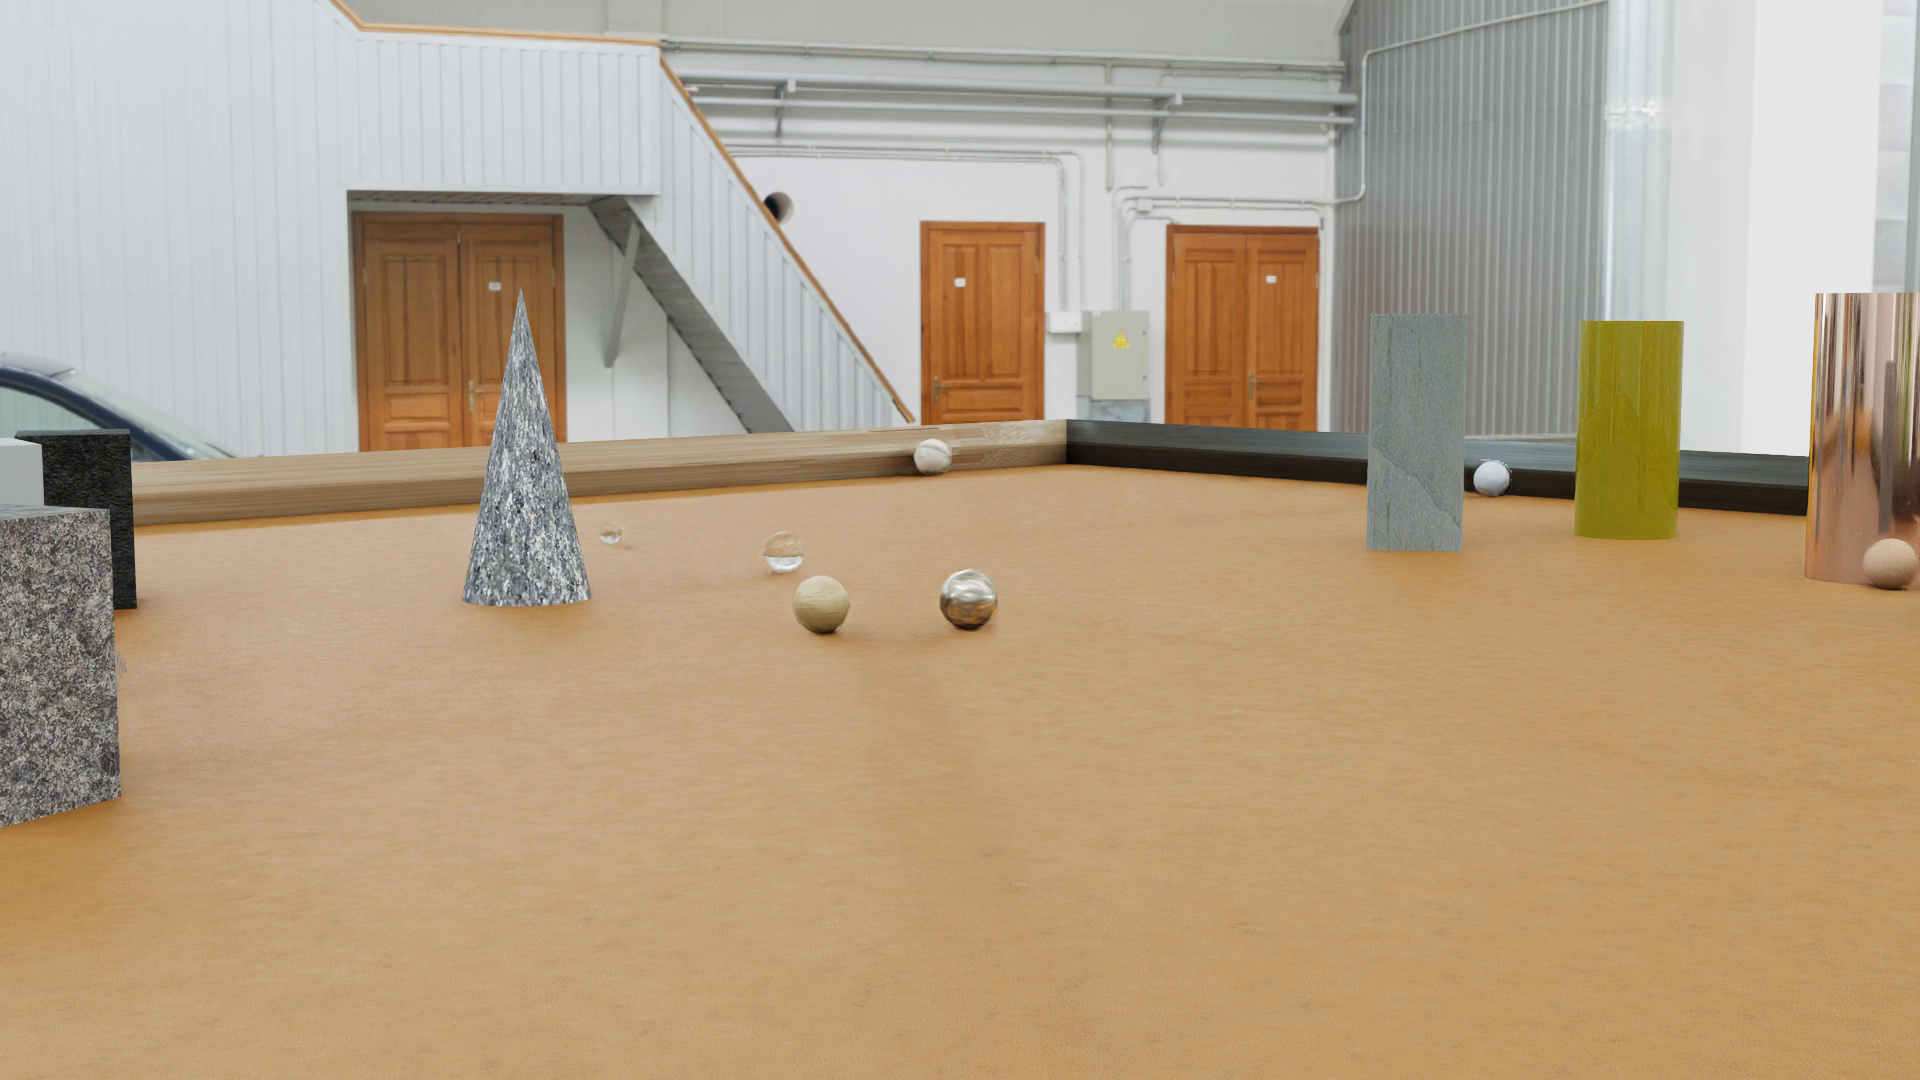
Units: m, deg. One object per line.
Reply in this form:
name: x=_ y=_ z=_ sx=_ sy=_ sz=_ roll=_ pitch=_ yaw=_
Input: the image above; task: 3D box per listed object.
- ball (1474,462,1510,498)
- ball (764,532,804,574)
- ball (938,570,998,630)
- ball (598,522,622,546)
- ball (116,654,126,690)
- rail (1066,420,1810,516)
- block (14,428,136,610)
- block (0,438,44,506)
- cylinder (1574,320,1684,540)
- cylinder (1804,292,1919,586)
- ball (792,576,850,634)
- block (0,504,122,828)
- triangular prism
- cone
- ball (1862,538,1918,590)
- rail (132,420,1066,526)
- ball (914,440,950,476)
ball: x=1.272 y=-0.145 z=5.263 sx=0.085 sy=0.085 sz=0.085 roll=0 pitch=6 yaw=0
ball: x=-0.300 y=0.022 z=3.740 sx=0.069 sy=0.069 sz=0.069 roll=0 pitch=6 yaw=0
ball: x=0.012 y=0.084 z=3.080 sx=0.083 sy=0.083 sz=0.083 roll=0 pitch=6 yaw=0
ball: x=-0.665 y=-0.011 z=4.176 sx=0.044 sy=0.044 sz=0.044 roll=0 pitch=6 yaw=0
ball: x=-0.996 y=0.154 z=2.553 sx=0.053 sy=0.053 sz=0.053 roll=0 pitch=6 yaw=0
rail: x=1.699 y=-0.129 z=4.891 sx=0.045 sy=0.129 sz=4.146 roll=-5 pitch=8 yaw=-42
block: x=-1.335 y=-0.032 z=3.325 sx=0.158 sy=0.262 sz=0.158 roll=-2 pitch=6 yaw=-21
block: x=-1.123 y=0.041 z=2.460 sx=0.158 sy=0.297 sz=0.158 roll=-4 pitch=7 yaw=-35
cylinder: x=1.324 y=-0.221 z=4.357 sx=0.198 sy=0.425 sz=0.198 roll=0 pitch=6 yaw=0
cylinder: x=1.514 y=-0.171 z=3.643 sx=0.198 sy=0.473 sz=0.198 roll=0 pitch=6 yaw=0
ball: x=-0.193 y=0.089 z=3.044 sx=0.079 sy=0.079 sz=0.079 roll=0 pitch=6 yaw=0
block: x=-0.876 y=0.108 z=1.969 sx=0.158 sy=0.265 sz=0.158 roll=3 pitch=7 yaw=26
triangular prism: x=0.856 y=-0.206 z=4.148 sx=0.171 sy=0.438 sz=0.148 roll=1 pitch=6 yaw=8
cone: x=-0.673 y=-0.149 z=3.393 sx=0.198 sy=0.481 sz=0.198 roll=0 pitch=6 yaw=0
ball: x=1.490 y=0.038 z=3.525 sx=0.082 sy=0.082 sz=0.082 roll=0 pitch=6 yaw=0
rail: x=-1.390 y=-0.123 z=4.830 sx=4.670 sy=0.129 sz=0.045 roll=-5 pitch=8 yaw=-42
ball: x=-0.075 y=-0.223 z=5.943 sx=0.099 sy=0.099 sz=0.099 roll=0 pitch=6 yaw=0
